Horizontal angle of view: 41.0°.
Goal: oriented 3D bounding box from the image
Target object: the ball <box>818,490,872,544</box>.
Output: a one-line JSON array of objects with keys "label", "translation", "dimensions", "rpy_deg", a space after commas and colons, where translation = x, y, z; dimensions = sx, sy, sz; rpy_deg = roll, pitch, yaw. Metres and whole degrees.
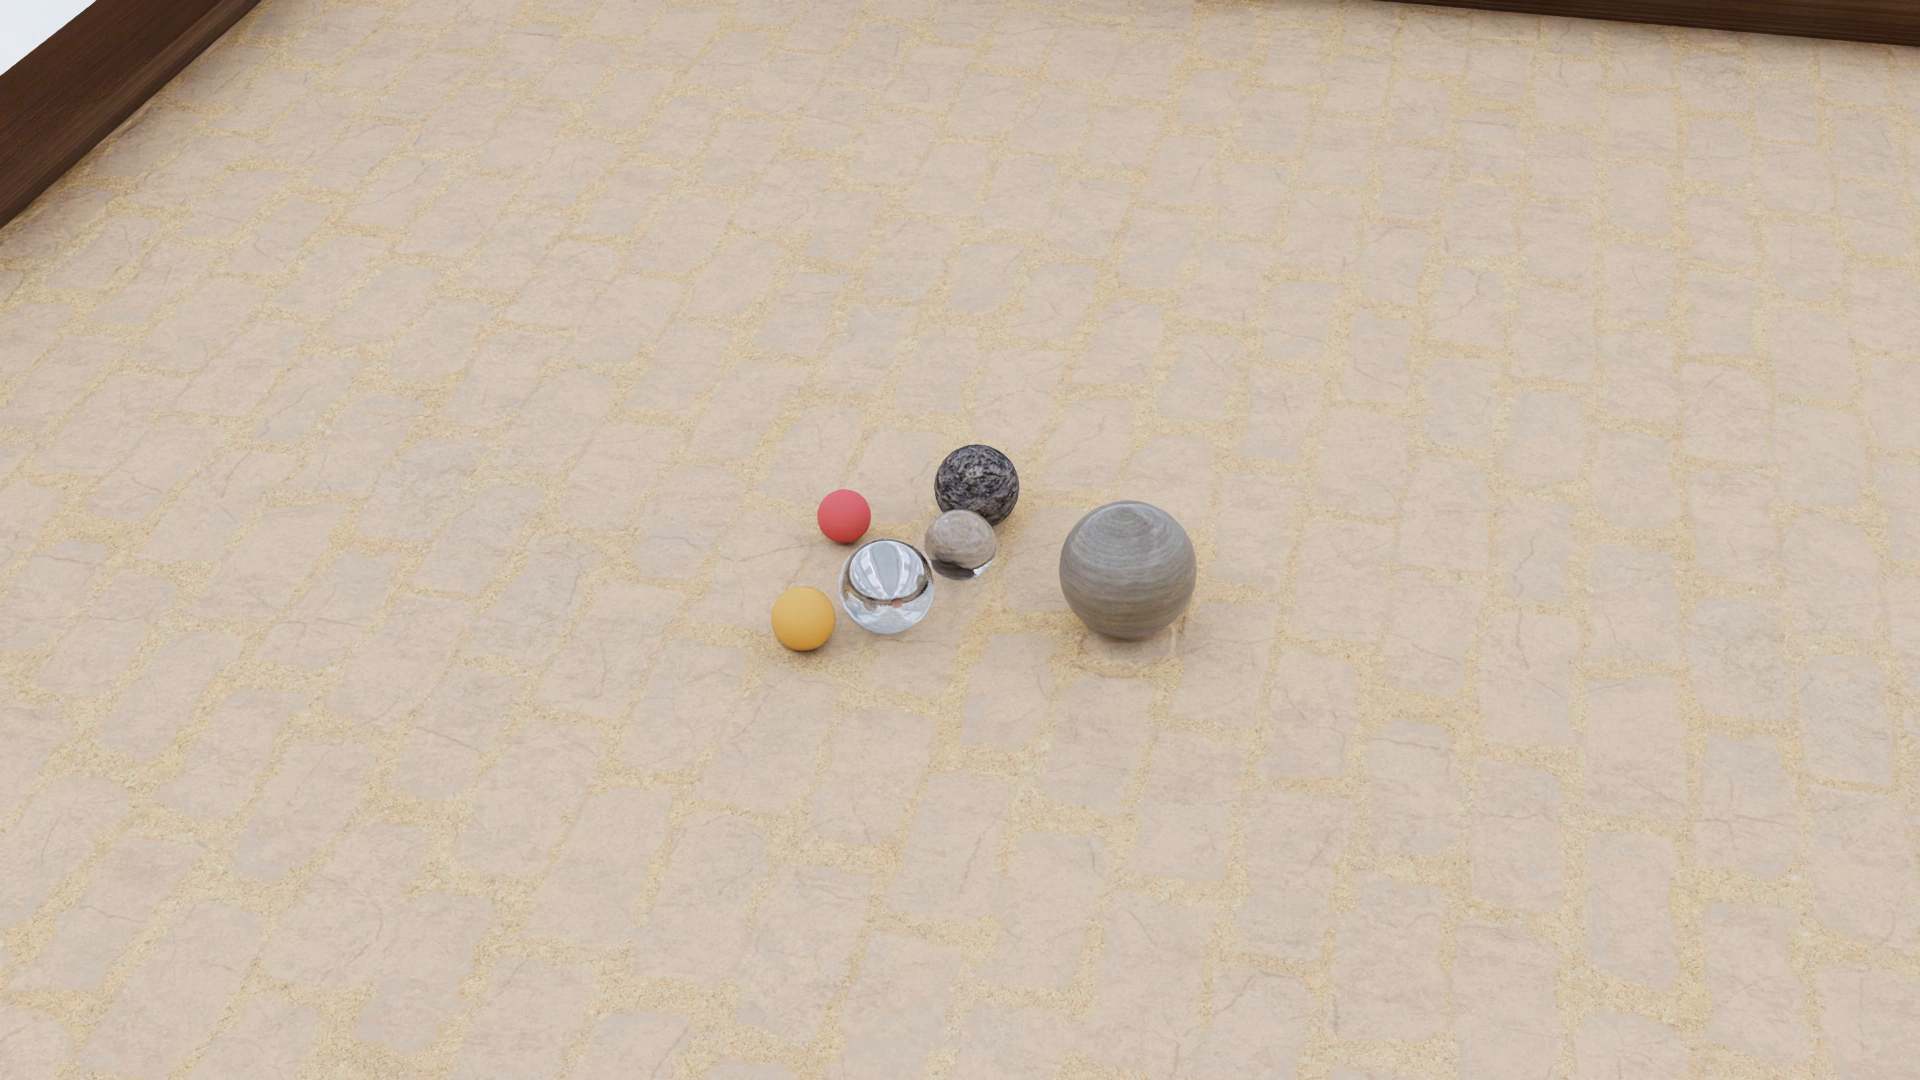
[{"label": "ball", "translation": [-0.087, -0.018, 1.937], "dimensions": [0.041, 0.041, 0.041], "rpy_deg": [0, 35, 0]}]

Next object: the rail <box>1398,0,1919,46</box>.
[{"label": "rail", "translation": [1.210, -0.535, 2.610], "dimensions": [3.940, 0.128, 0.045], "rpy_deg": [7, 35, 10]}]

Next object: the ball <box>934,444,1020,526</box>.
[{"label": "ball", "translation": [0.013, -0.040, 1.948], "dimensions": [0.065, 0.065, 0.065], "rpy_deg": [0, 35, 0]}]

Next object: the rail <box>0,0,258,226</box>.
[{"label": "rail", "translation": [-0.938, -0.147, 2.046], "dimensions": [0.045, 0.128, 2.323], "rpy_deg": [7, 35, 10]}]

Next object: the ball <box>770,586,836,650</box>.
[{"label": "ball", "translation": [-0.111, 0.056, 1.825], "dimensions": [0.046, 0.046, 0.046], "rpy_deg": [0, 35, 0]}]

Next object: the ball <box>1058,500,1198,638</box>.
[{"label": "ball", "translation": [0.120, 0.021, 1.830], "dimensions": [0.099, 0.099, 0.099], "rpy_deg": [0, 35, 0]}]

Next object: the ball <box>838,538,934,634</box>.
[{"label": "ball", "translation": [-0.052, 0.033, 1.838], "dimensions": [0.069, 0.069, 0.069], "rpy_deg": [0, 35, 0]}]

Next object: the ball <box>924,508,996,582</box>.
[{"label": "ball", "translation": [0.000, 0.004, 1.894], "dimensions": [0.054, 0.054, 0.054], "rpy_deg": [0, 35, 0]}]
